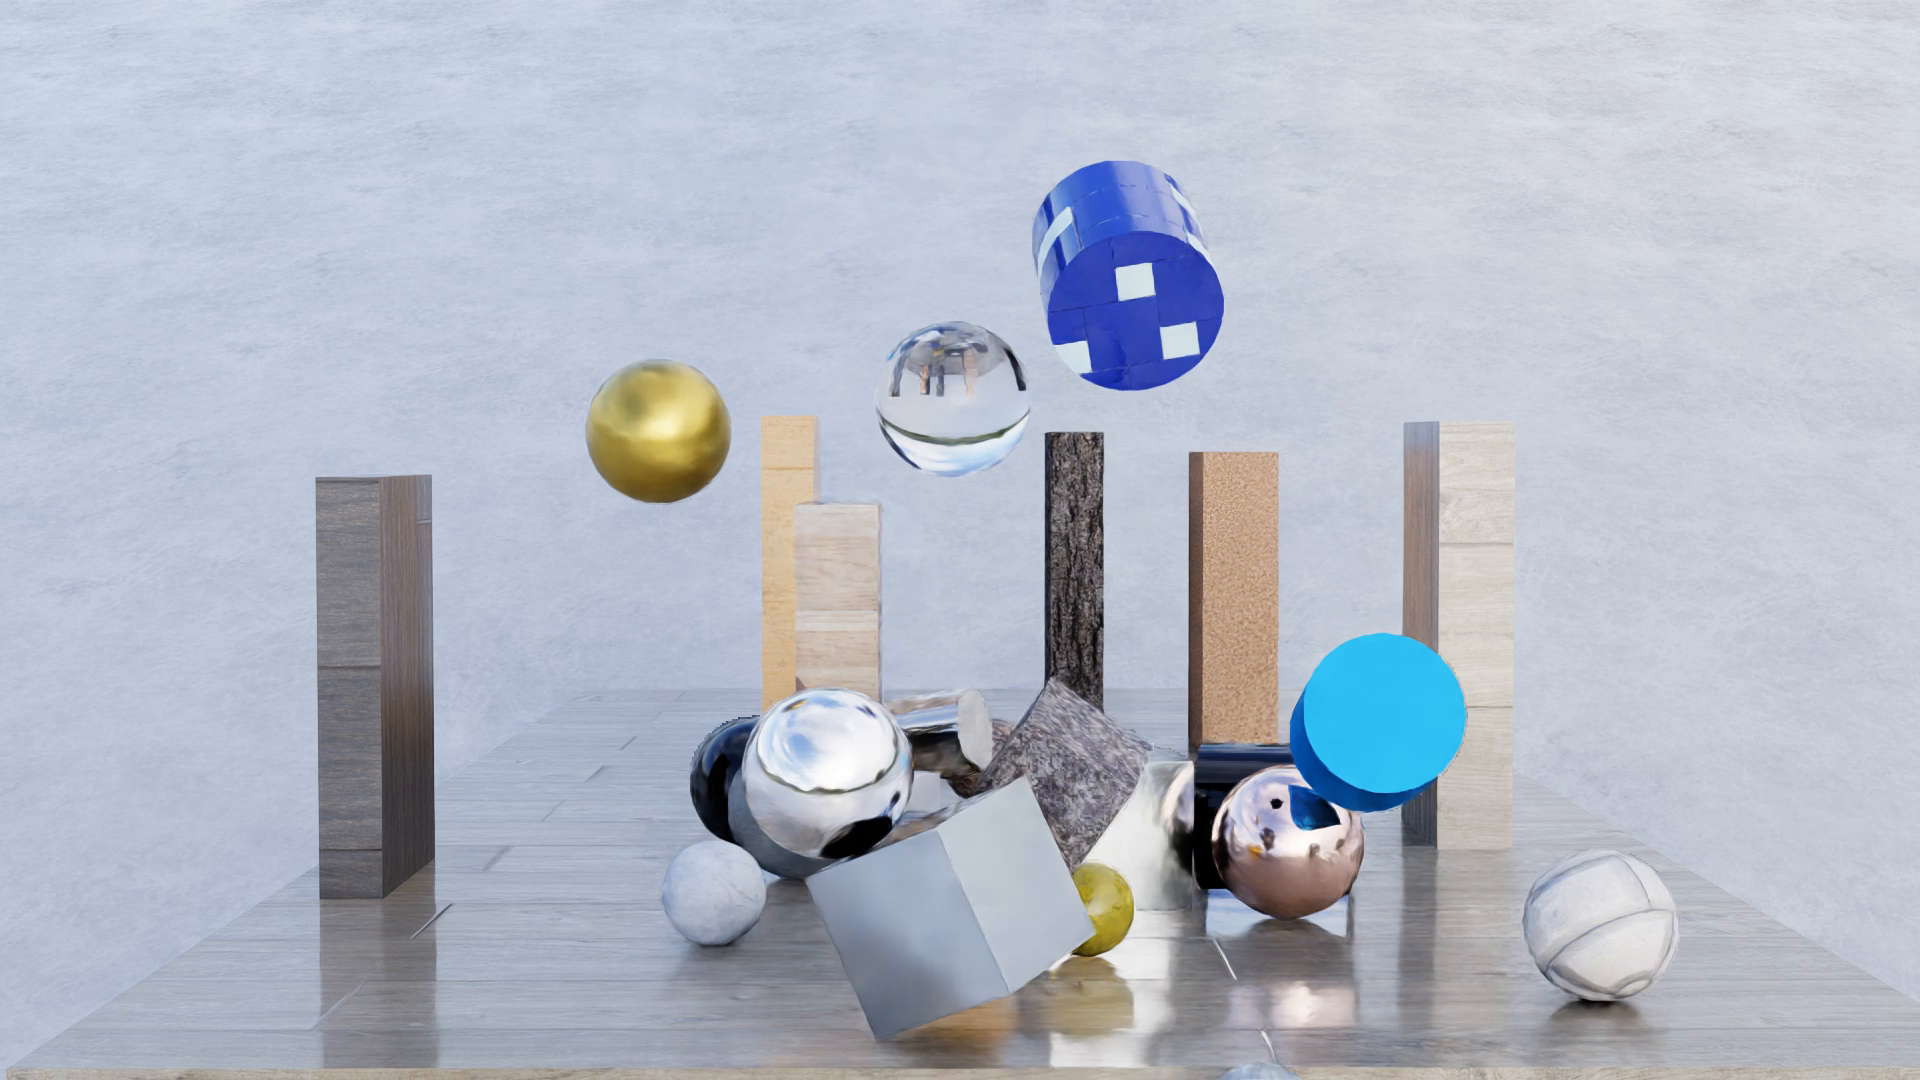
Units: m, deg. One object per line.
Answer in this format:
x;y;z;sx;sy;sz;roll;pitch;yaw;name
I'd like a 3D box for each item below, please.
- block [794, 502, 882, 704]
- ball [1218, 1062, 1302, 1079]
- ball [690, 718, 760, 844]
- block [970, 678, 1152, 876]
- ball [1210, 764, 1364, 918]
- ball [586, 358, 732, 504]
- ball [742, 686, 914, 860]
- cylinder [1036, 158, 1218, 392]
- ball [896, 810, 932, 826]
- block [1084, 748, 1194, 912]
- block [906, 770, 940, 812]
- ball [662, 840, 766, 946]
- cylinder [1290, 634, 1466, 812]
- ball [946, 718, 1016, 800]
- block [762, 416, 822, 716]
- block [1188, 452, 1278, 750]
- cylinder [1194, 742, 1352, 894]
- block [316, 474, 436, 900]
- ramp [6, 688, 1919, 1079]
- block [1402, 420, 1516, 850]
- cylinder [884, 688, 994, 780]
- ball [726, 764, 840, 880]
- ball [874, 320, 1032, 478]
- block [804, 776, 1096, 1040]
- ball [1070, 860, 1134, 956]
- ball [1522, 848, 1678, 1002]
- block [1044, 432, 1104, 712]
-0.200;0.198;4.309;0.134;0.519;0.257;0;2;0;block
0.290;0.561;2.481;0.114;0.114;0.114;0;24;0;ball
-0.312;0.371;3.929;0.200;0.200;0.200;0;24;0;ball
0.110;0.271;2.907;0.141;0.141;0.141;35;21;1;block
0.426;0.392;3.353;0.199;0.199;0.199;0;24;0;ball
-0.335;-0.121;2.867;0.163;0.163;0.163;0;24;0;ball
-0.138;0.243;2.690;0.180;0.180;0.180;0;24;0;ball
0.192;-0.309;2.996;0.201;0.201;0.201;0;35;-1;cylinder
-0.059;0.423;3.374;0.137;0.137;0.137;0;24;0;ball
0.188;0.389;3.484;0.197;0.197;0.197;-1;2;-15;block
-0.114;0.413;3.927;0.116;0.116;0.116;-2;3;-43;block
-0.303;0.435;3.174;0.129;0.129;0.129;0;24;0;ball
0.516;0.230;3.204;0.195;0.195;0.195;1;-13;2;cylinder
0.047;0.379;4.393;0.152;0.152;0.152;0;24;0;ball
-0.350;0.081;5.376;0.105;0.676;0.301;0;2;0;block
0.555;0.121;5.260;0.149;0.602;0.319;0;2;0;block
0.436;0.383;3.558;0.204;0.204;0.204;0;24;13;cylinder
-0.827;0.195;3.661;0.086;0.573;0.352;0;2;0;block
0.055;0.499;4.546;2.000;0.100;4.000;0;2;0;ramp
0.783;0.140;4.068;0.114;0.652;0.314;0;2;0;block
-0.039;0.321;4.209;0.141;0.141;0.141;-10;19;23;cylinder
-0.229;0.379;3.659;0.203;0.203;0.203;0;24;0;ball
-0.008;-0.159;2.916;0.178;0.178;0.178;0;24;0;ball
-0.009;0.383;2.688;0.182;0.182;0.182;-25;-2;33;block
0.153;0.444;3.103;0.115;0.115;0.115;0;24;0;ball
0.708;0.426;2.852;0.167;0.167;0.167;0;24;0;ball
0.239;0.094;5.448;0.108;0.643;0.372;0;2;0;block
